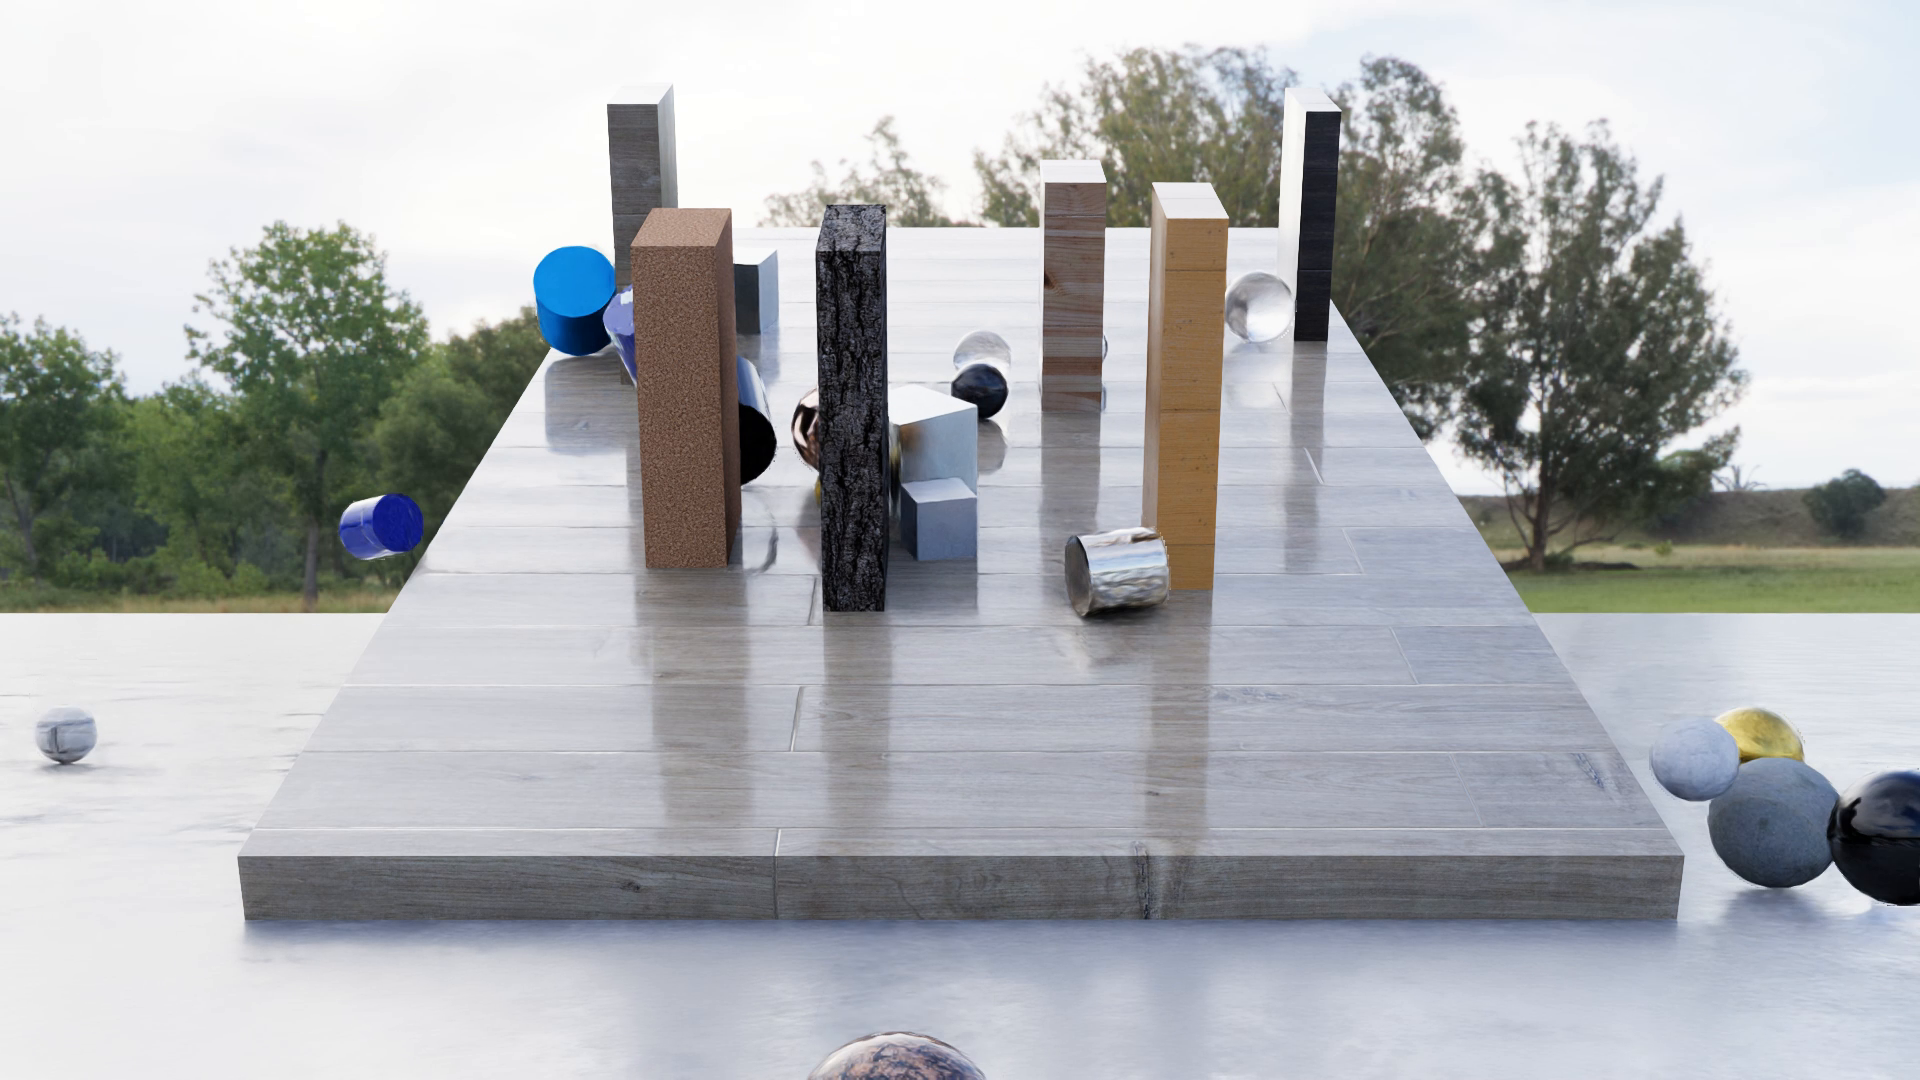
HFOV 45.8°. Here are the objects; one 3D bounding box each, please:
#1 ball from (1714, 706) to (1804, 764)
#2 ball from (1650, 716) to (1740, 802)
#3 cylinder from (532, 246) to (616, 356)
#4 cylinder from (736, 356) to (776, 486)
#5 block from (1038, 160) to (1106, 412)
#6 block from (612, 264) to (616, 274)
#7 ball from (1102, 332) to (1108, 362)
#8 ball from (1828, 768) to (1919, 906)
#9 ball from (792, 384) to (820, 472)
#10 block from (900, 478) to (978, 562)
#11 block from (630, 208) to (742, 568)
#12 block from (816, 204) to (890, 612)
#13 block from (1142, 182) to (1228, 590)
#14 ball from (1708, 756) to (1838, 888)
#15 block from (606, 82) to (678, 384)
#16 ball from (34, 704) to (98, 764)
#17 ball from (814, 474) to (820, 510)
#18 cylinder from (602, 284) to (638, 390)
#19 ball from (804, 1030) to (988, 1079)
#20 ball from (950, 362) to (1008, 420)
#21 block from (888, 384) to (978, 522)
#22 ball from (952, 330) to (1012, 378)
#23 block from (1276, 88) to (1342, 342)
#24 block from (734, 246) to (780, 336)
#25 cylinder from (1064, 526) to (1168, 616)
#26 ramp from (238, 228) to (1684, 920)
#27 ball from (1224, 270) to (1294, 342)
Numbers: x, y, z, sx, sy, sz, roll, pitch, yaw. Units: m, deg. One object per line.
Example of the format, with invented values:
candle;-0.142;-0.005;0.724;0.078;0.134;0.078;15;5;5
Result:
ball;1.286;0.352;3.691;0.163;0.163;0.163;0;-2;0
ball;1.112;0.331;3.435;0.129;0.129;0.129;0;-2;0
cylinder;-0.925;-0.578;5.482;0.195;0.195;0.195;0;-23;-6
cylinder;-0.488;-0.245;4.622;0.204;0.204;0.204;0;34;-14
block;0.250;-0.577;5.135;0.134;0.519;0.257;0;20;0
block;-0.834;-0.625;5.807;0.141;0.141;0.141;8;22;20
ball;0.289;-0.459;5.382;0.126;0.126;0.126;0;-2;0
ball;1.379;0.435;3.329;0.200;0.200;0.200;0;-2;0
ball;-0.245;-0.229;4.639;0.199;0.199;0.199;0;-2;0
block;-0.040;-0.038;4.254;0.116;0.116;0.116;-6;21;-16
block;-0.504;-0.287;4.224;0.149;0.602;0.319;0;20;0
block;-0.187;-0.241;4.041;0.108;0.643;0.372;0;20;0
block;0.402;-0.280;4.103;0.105;0.676;0.301;0;20;0
ball;1.269;0.439;3.531;0.203;0.203;0.203;0;-2;0
block;-0.734;-0.723;5.333;0.114;0.652;0.314;0;20;0
ball;-2.496;0.540;6.343;0.167;0.167;0.167;0;-2;0
ball;-0.210;-0.093;4.368;0.140;0.140;0.140;0;-2;0
cylinder;-0.576;-0.391;4.506;0.201;0.201;0.201;-14;39;11
ball;-0.043;0.405;1.516;0.152;0.152;0.152;0;-2;0
ball;0.042;-0.331;5.029;0.129;0.129;0.129;0;-2;0
block;-0.104;-0.176;4.509;0.197;0.197;0.197;-16;26;-38
ball;0.052;-0.420;5.259;0.137;0.137;0.137;0;-2;0
block;0.875;-0.826;5.734;0.086;0.573;0.352;0;20;0
block;-0.574;-0.637;5.780;0.182;0.182;0.182;4;21;10
cylinder;0.272;0.054;3.965;0.141;0.141;0.141;-6;0;-16
ramp;-0.005;-0.209;5.029;2.000;0.100;4.000;0;20;0
ball;0.740;-0.580;5.637;0.178;0.178;0.178;0;-2;0
